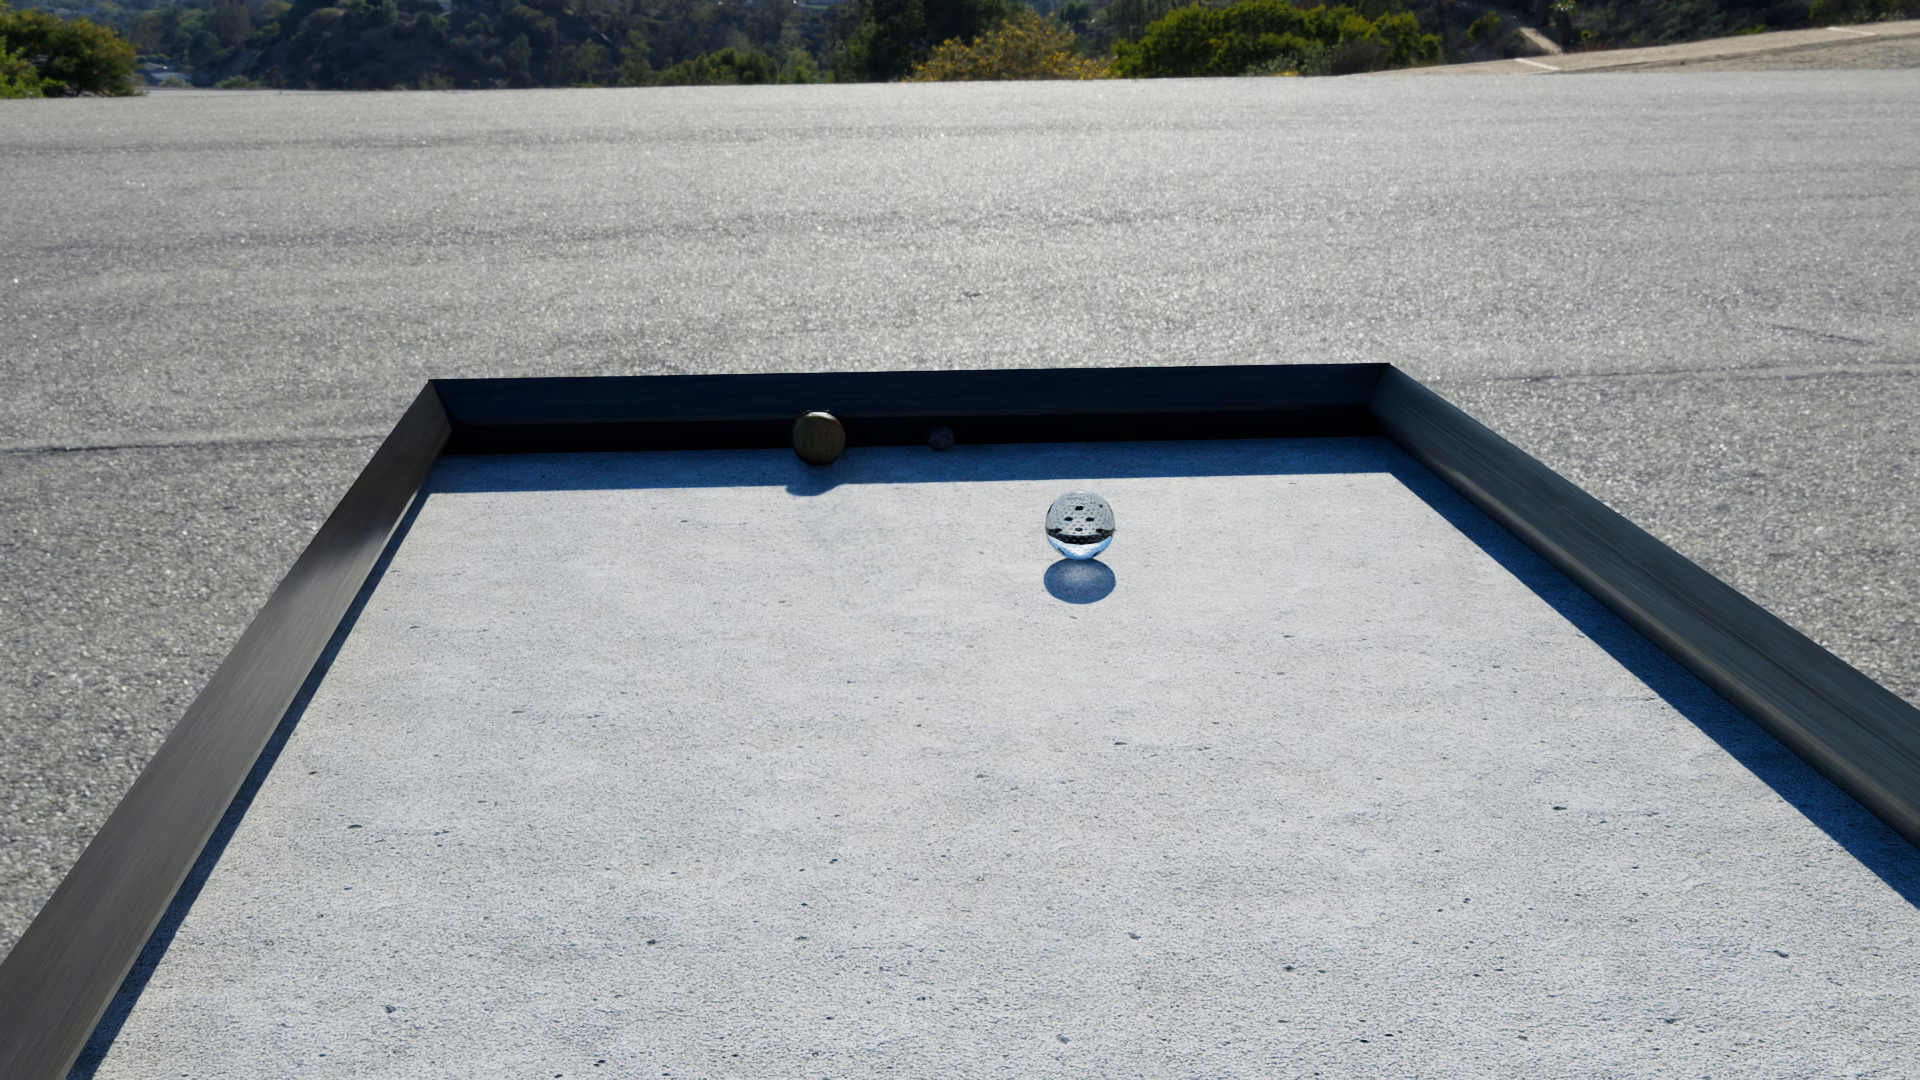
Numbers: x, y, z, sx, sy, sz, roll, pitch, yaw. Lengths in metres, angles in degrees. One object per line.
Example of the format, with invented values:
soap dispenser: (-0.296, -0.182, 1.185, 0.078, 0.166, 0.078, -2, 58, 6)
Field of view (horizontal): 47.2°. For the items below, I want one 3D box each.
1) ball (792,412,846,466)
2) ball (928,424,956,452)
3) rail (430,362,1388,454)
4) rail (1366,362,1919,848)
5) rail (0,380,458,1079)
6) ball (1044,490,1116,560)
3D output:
ball: (-0.206, -0.147, 3.206, 0.080, 0.080, 0.080, 0, 15, 0)
ball: (-0.027, -0.154, 3.310, 0.040, 0.040, 0.040, 0, 15, 0)
rail: (-0.061, -0.195, 3.318, 1.457, 0.114, 0.045, -1, 15, -5)
rail: (0.765, 0.139, 2.089, 0.045, 0.114, 2.736, -1, 15, -5)
rail: (-0.639, 0.173, 1.963, 0.045, 0.114, 2.736, -1, 15, -5)
ball: (0.149, -0.018, 2.722, 0.088, 0.088, 0.088, 0, 15, 0)
